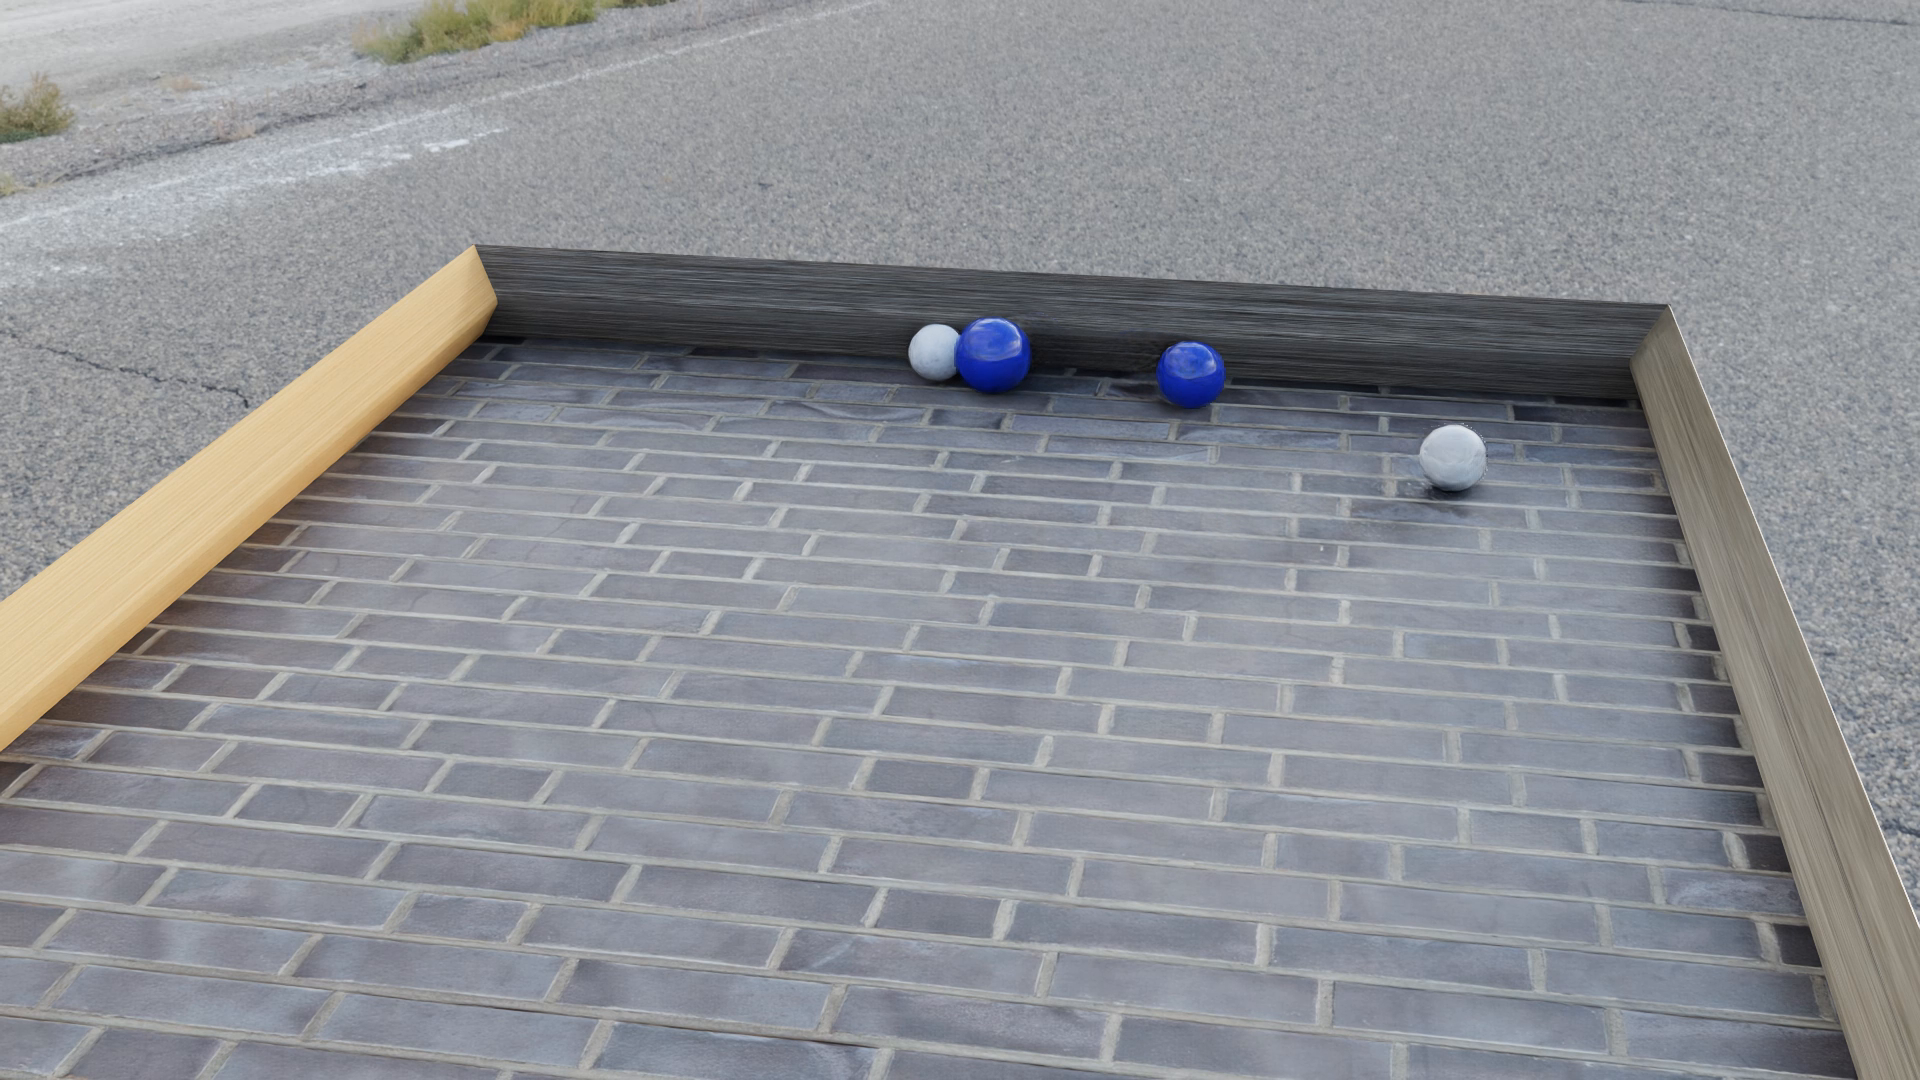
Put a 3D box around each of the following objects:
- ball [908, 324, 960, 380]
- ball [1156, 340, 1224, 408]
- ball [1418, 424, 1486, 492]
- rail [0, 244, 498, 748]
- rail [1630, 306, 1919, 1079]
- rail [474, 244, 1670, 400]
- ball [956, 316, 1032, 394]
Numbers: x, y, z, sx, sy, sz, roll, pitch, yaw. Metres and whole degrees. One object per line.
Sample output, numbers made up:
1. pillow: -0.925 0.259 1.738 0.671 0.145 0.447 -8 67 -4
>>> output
1. ball: -0.030 -0.239 2.803 0.072 0.072 0.072 0 24 0
2. ball: 0.284 -0.205 2.713 0.083 0.083 0.083 0 24 0
3. ball: 0.553 -0.092 2.469 0.075 0.075 0.075 0 24 0
4. rail: -0.847 0.188 1.774 0.045 0.125 2.621 4 24 9
5. rail: 0.626 0.290 1.543 0.045 0.125 2.621 4 24 9
6. rail: 0.106 -0.275 2.818 1.543 0.125 0.045 4 24 9
7. ball: 0.042 -0.232 2.758 0.096 0.096 0.096 0 24 0
